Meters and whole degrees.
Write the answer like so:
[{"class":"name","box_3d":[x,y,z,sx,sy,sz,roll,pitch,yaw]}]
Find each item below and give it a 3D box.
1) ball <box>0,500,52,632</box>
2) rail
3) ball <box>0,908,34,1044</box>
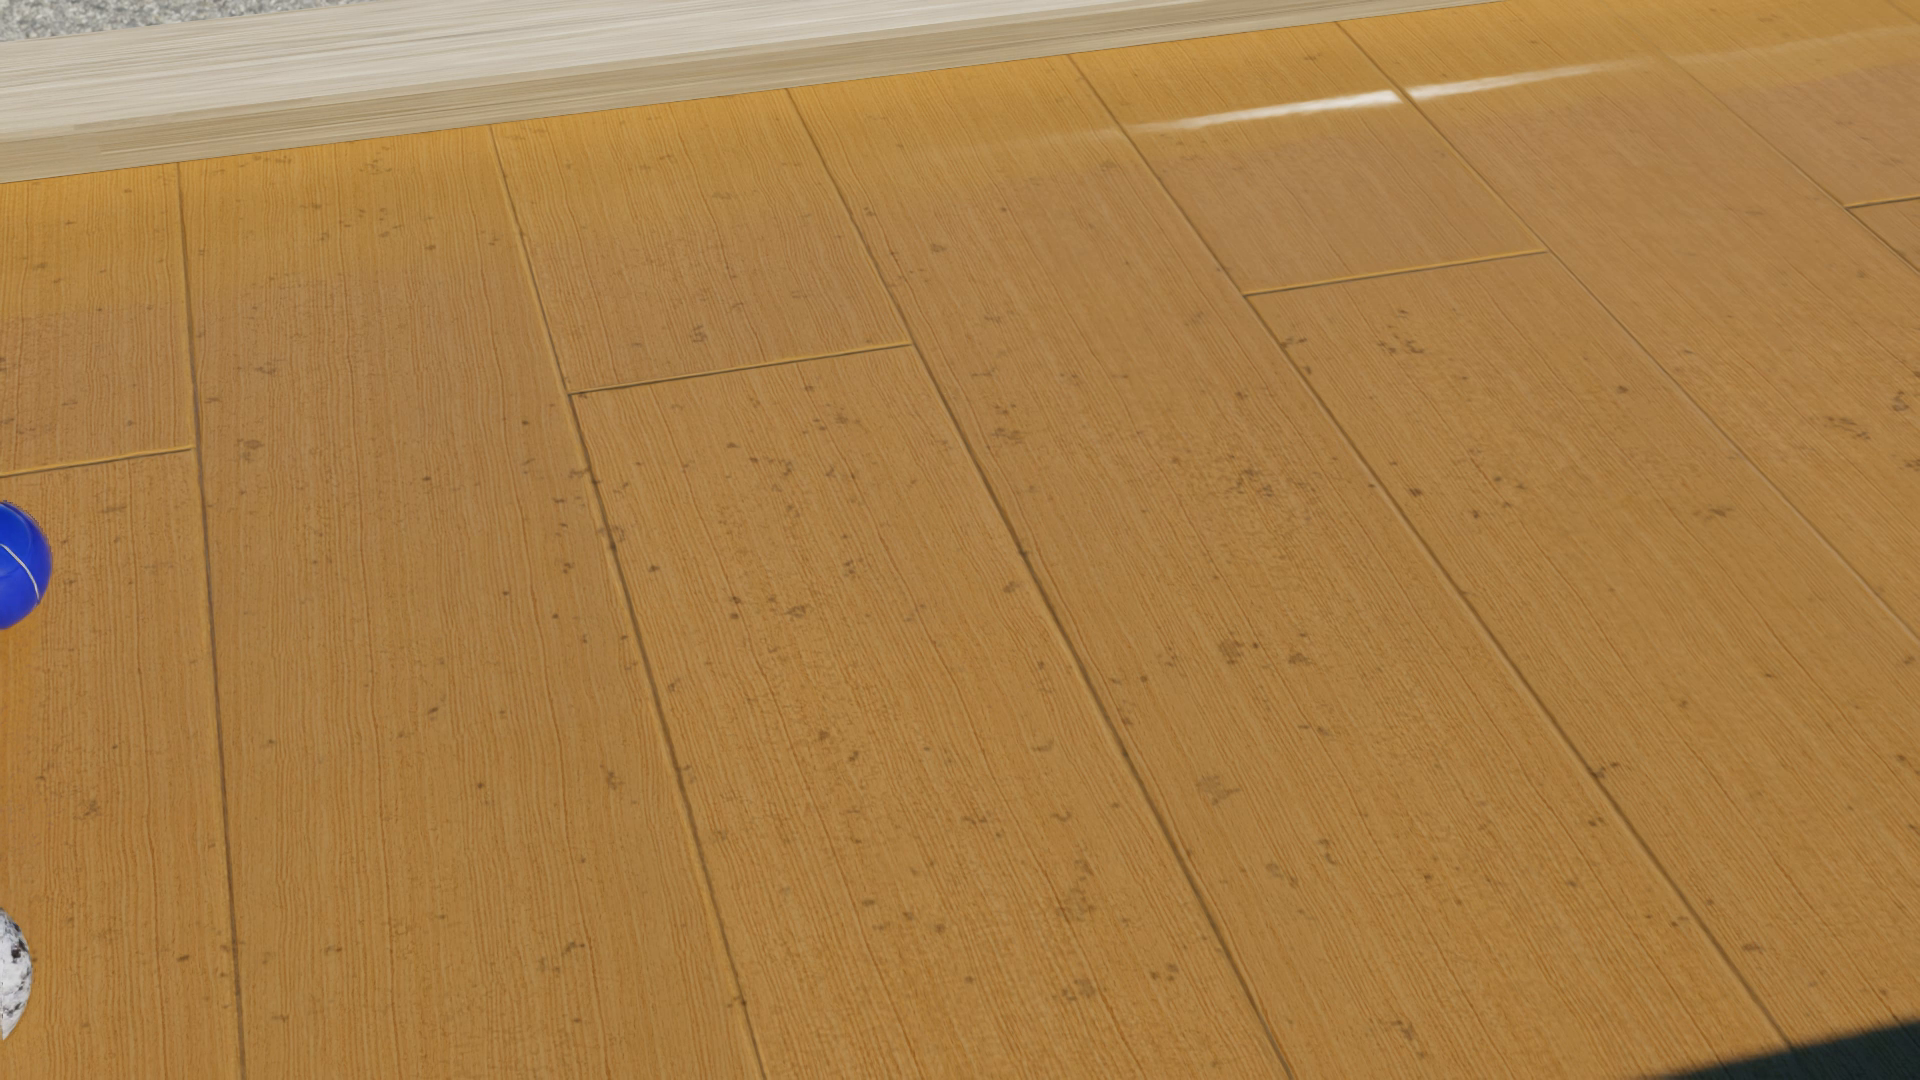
[{"class":"ball","box_3d":[-0.593,0.016,1.550,0.083,0.083,0.083,0,36,0]},{"class":"rail","box_3d":[0.470,-0.519,2.263,2.726,0.116,0.045,-9,37,-13]},{"class":"ball","box_3d":[-0.505,0.216,1.266,0.090,0.090,0.090,0,36,0]}]
